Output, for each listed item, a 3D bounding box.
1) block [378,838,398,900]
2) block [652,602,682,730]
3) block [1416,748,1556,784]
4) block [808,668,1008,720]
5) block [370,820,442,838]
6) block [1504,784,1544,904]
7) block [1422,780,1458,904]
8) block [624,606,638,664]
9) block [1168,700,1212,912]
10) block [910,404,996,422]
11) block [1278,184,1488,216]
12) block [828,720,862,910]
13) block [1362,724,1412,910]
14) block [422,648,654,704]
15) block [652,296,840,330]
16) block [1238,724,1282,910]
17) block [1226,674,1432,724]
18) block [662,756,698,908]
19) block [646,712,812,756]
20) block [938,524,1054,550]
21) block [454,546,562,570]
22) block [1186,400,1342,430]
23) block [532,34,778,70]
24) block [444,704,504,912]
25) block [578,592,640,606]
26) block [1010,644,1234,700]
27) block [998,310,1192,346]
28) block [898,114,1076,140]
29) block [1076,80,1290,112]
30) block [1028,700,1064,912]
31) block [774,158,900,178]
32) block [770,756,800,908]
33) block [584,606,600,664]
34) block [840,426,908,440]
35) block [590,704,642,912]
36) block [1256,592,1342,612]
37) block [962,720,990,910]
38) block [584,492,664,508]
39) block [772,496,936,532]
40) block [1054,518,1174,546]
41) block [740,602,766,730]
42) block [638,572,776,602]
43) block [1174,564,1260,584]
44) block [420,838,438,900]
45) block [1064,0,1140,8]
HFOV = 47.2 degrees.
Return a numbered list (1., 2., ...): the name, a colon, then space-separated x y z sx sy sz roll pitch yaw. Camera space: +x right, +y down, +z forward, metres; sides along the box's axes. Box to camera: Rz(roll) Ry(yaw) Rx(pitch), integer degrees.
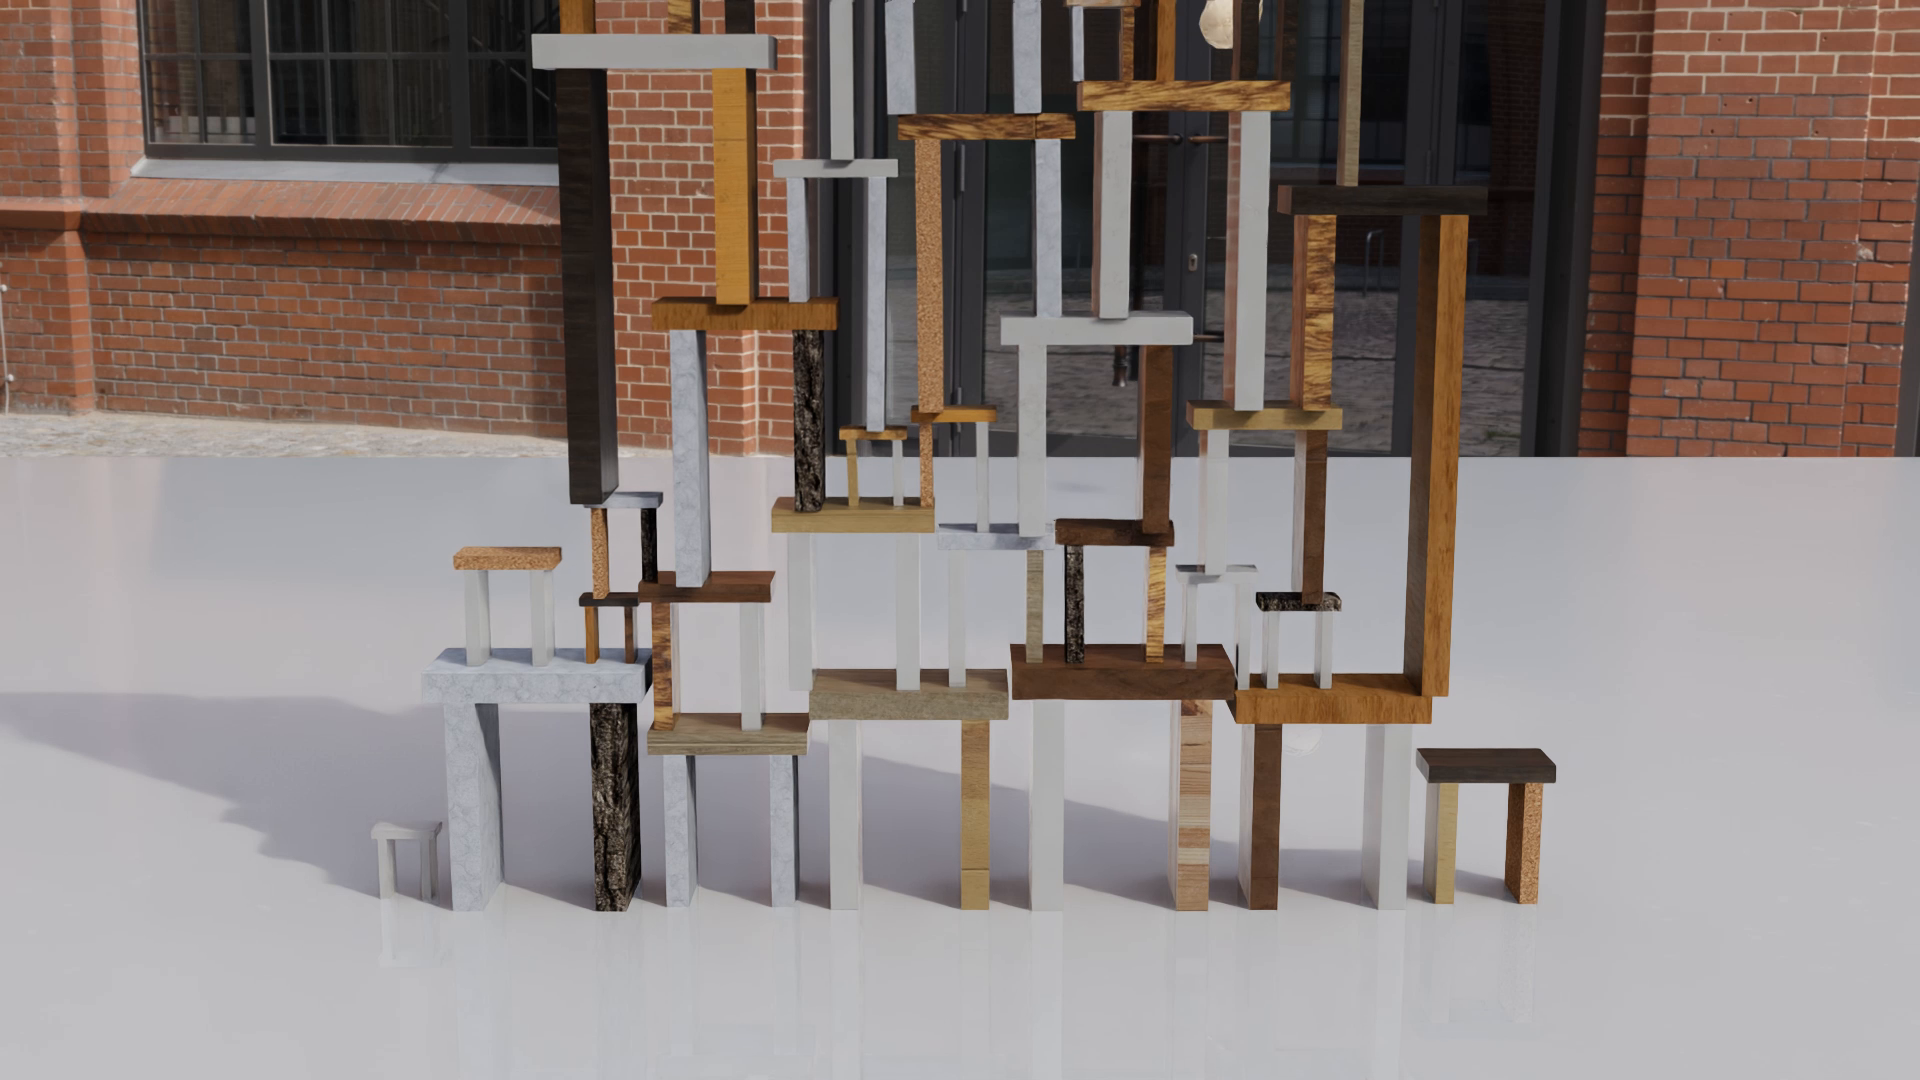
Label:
1. block: -0.953 0.539 3.658 0.015 0.104 0.052 0 11 0
2. block: -0.480 0.195 3.599 0.030 0.212 0.106 0 11 0
3. block: 0.866 0.372 3.629 0.207 0.029 0.104 0 11 0
4. block: -0.082 0.252 3.609 0.320 0.045 0.160 0 11 0
5. block: -0.918 0.480 3.647 0.104 0.015 0.052 0 11 0
6. block: 0.935 0.488 3.650 0.029 0.207 0.104 0 11 0
7. block: 0.797 0.488 3.650 0.029 0.207 0.104 0 11 0
8. block: -0.537 0.150 3.588 0.014 0.095 0.048 0 11 0
9. block: 0.380 0.414 3.641 0.050 0.356 0.178 0 11 0
10. block: -0.010 -0.203 3.519 0.136 0.019 0.068 0 11 1
11. block: 0.661 -0.535 3.459 0.302 0.043 0.151 0 11 0
12. block: -0.189 0.432 3.642 0.045 0.320 0.160 0 11 0
13. block: 0.706 0.435 3.641 0.044 0.314 0.157 0 11 0
14. block: -0.685 0.221 3.602 0.350 0.050 0.175 0 11 0
15. block: -0.336 -0.360 3.490 0.286 0.041 0.143 0 11 0
16. block: 0.496 0.435 3.641 0.044 0.314 0.157 0 11 0
17. block: 0.601 0.259 3.608 0.314 0.044 0.157 0 11 0
18. block: -0.462 0.463 3.644 0.037 0.258 0.129 0 11 0
19. block: -0.376 0.318 3.617 0.258 0.037 0.129 0 11 0
20. block: 0.058 -0.006 3.561 0.186 0.026 0.093 0 11 0
21. block: -0.732 0.029 3.564 0.159 0.023 0.080 0 11 0
22. block: 0.486 -0.201 3.525 0.234 0.033 0.117 0 10 0
23. block: -0.469 -0.757 3.416 0.357 0.051 0.179 0 11 0
24. block: -0.802 0.418 3.638 0.050 0.350 0.175 0 11 0
25. block: -0.568 0.096 3.578 0.095 0.014 0.048 0 11 0
26. block: 0.261 0.215 3.604 0.356 0.050 0.178 0 11 0
27. block: 0.212 -0.338 3.497 0.299 0.042 0.149 0 10 0
28. block: 0.042 -0.647 3.442 0.273 0.039 0.136 0 11 0
29. block: 0.345 -0.691 3.430 0.316 0.045 0.158 0 10 -1
30. block: 0.143 0.414 3.641 0.050 0.356 0.178 0 11 0
31. block: -0.192 -0.584 3.451 0.193 0.027 0.096 0 11 0
32. block: -0.290 0.463 3.644 0.037 0.258 0.129 0 11 0
33. block: -0.600 0.150 3.588 0.014 0.095 0.048 0 11 0
34. block: -0.138 -0.172 3.524 0.107 0.015 0.054 0 11 0
35. block: -0.569 0.418 3.638 0.050 0.350 0.175 0 11 0
36. block: 0.551 0.100 3.583 0.130 0.018 0.065 0 10 0
37. block: 0.025 0.432 3.642 0.045 0.320 0.160 0 11 0
38. block: -0.543 -0.065 3.549 0.120 0.017 0.060 0 11 0
39. block: -0.170 -0.041 3.548 0.258 0.037 0.129 0 11 0
40. block: 0.251 -0.013 3.568 0.191 0.027 0.095 1 10 3
41. block: -0.339 0.195 3.600 0.030 0.212 0.106 0 11 0
42. block: -0.410 0.076 3.577 0.212 0.030 0.106 0 11 0
43. block: 0.416 0.055 3.566 0.130 0.018 0.065 0 10 0
44. block: -0.883 0.539 3.658 0.015 0.104 0.052 0 11 0
45. block: 0.219 -0.833 3.402 0.113 0.016 0.057 0 11 -3
